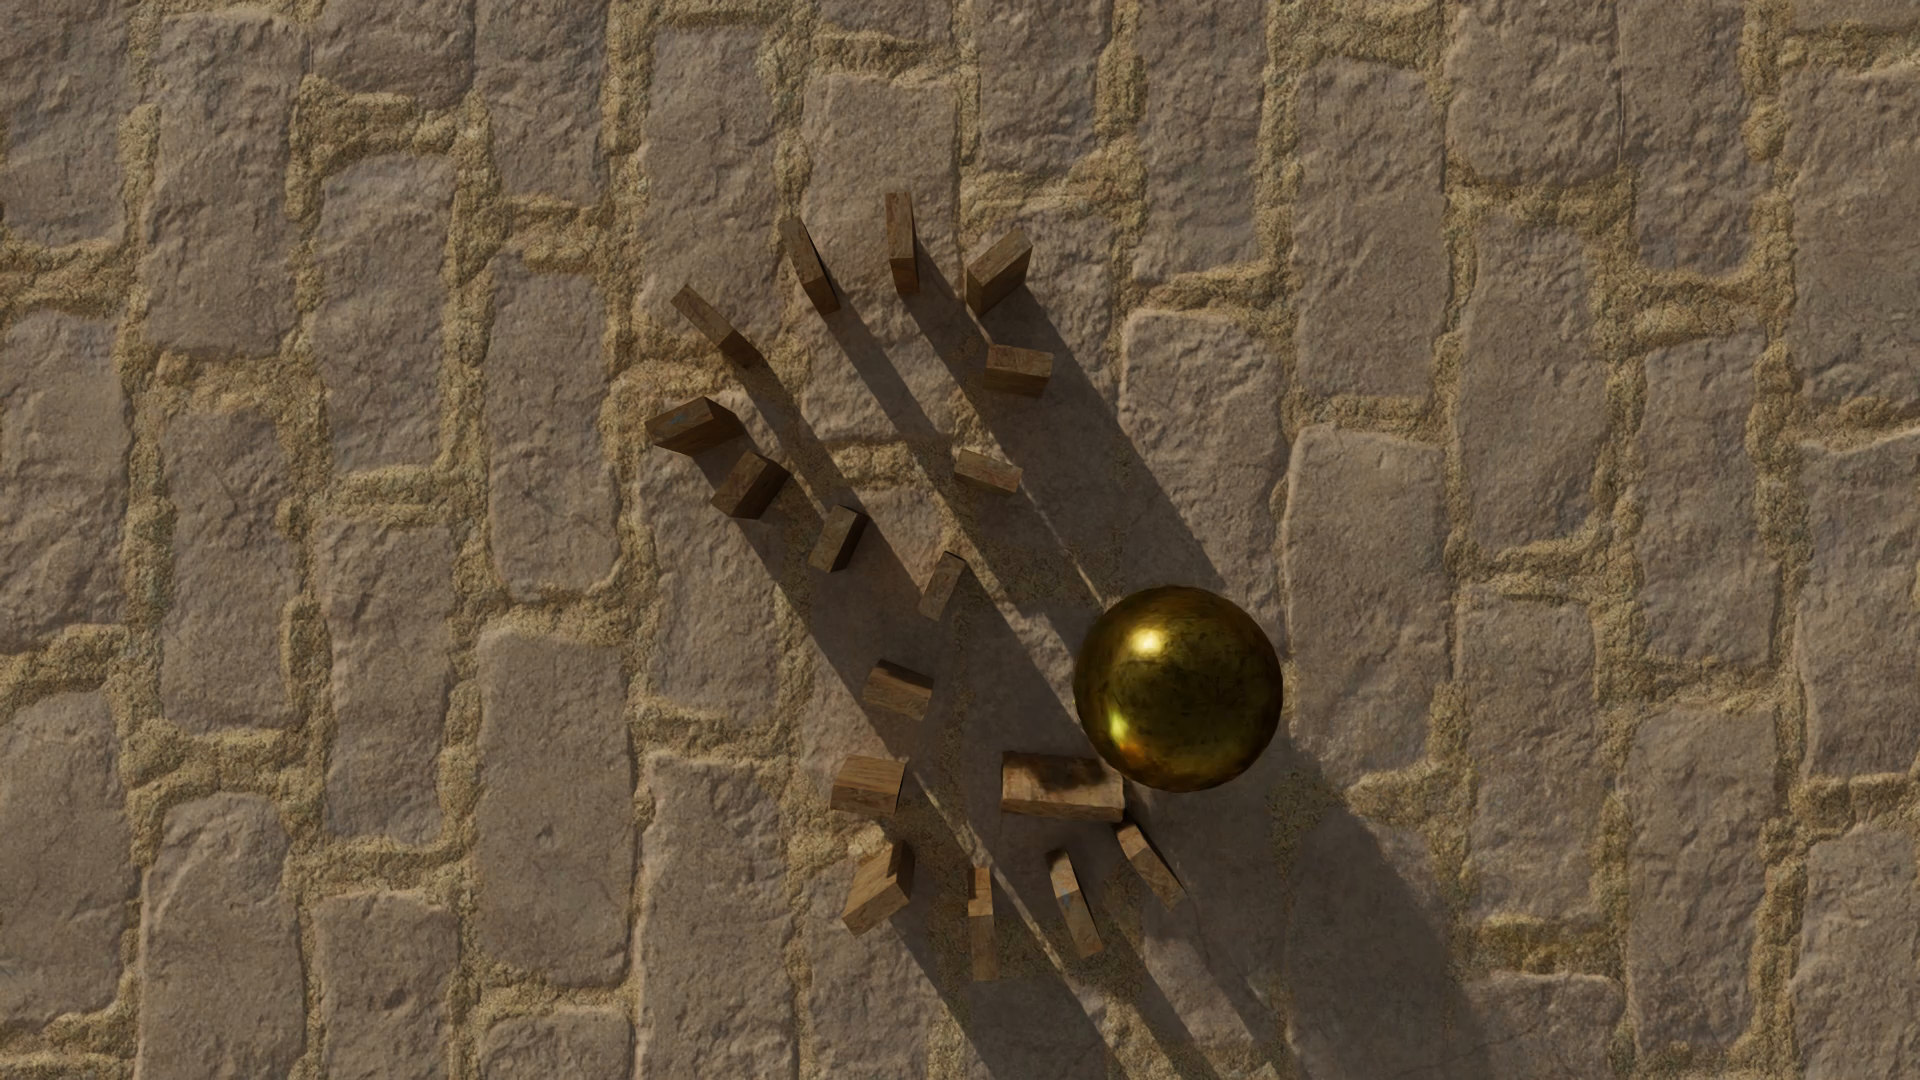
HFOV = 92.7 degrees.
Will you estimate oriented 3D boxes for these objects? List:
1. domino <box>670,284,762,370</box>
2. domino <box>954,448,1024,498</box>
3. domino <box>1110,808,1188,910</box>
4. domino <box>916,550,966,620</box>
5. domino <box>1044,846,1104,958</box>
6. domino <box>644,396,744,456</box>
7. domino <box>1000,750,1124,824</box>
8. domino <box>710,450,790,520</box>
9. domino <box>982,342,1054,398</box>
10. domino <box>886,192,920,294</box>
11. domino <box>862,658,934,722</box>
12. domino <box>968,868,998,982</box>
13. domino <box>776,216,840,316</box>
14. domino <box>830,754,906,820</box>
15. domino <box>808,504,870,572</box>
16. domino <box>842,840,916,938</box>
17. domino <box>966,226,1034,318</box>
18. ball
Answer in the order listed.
[{"bbox_3d":[-0.099,-0.086,0.375,0.025,0.050,0.010,44,90,0],"label":"domino"},{"bbox_3d":[0.011,-0.027,0.375,0.025,0.050,0.009,19,90,0],"label":"domino"},{"bbox_3d":[0.076,0.129,0.375,0.010,0.050,0.025,-39,90,0],"label":"domino"},{"bbox_3d":[-0.007,0.018,0.375,0.010,0.050,0.025,25,90,0],"label":"domino"},{"bbox_3d":[0.046,0.147,0.375,0.009,0.050,0.025,-23,90,0],"label":"domino"},{"bbox_3d":[-0.107,-0.046,0.375,0.025,0.050,0.010,-24,90,0],"label":"domino"},{"bbox_3d":[0.043,0.104,0.387,0.050,0.025,0.010,5,126,0],"label":"domino"},{"bbox_3d":[-0.085,-0.022,0.375,0.010,0.050,0.025,36,90,0],"label":"domino"},{"bbox_3d":[0.023,-0.069,0.375,0.025,0.050,0.010,9,90,0],"label":"domino"},{"bbox_3d":[-0.023,-0.120,0.375,0.009,0.050,0.025,-3,90,0],"label":"domino"},{"bbox_3d":[-0.025,0.061,0.375,0.025,0.050,0.009,21,90,0],"label":"domino"},{"bbox_3d":[0.009,0.156,0.375,0.010,0.050,0.025,-5,90,0],"label":"domino"},{"bbox_3d":[-0.061,-0.111,0.375,0.010,0.050,0.025,-22,90,0],"label":"domino"},{"bbox_3d":[-0.037,0.100,0.375,0.025,0.050,0.010,9,90,0],"label":"domino"},{"bbox_3d":[-0.049,-0.001,0.375,0.009,0.050,0.025,25,90,0],"label":"domino"},{"bbox_3d":[-0.032,0.142,0.375,0.025,0.050,0.009,-34,90,0],"label":"domino"},{"bbox_3d":[0.015,-0.108,0.375,0.025,0.050,0.009,-39,90,0],"label":"domino"},{"bbox_3d":[0.085,0.058,0.360,0.080,0.080,0.080,0,90,0],"label":"ball"}]
